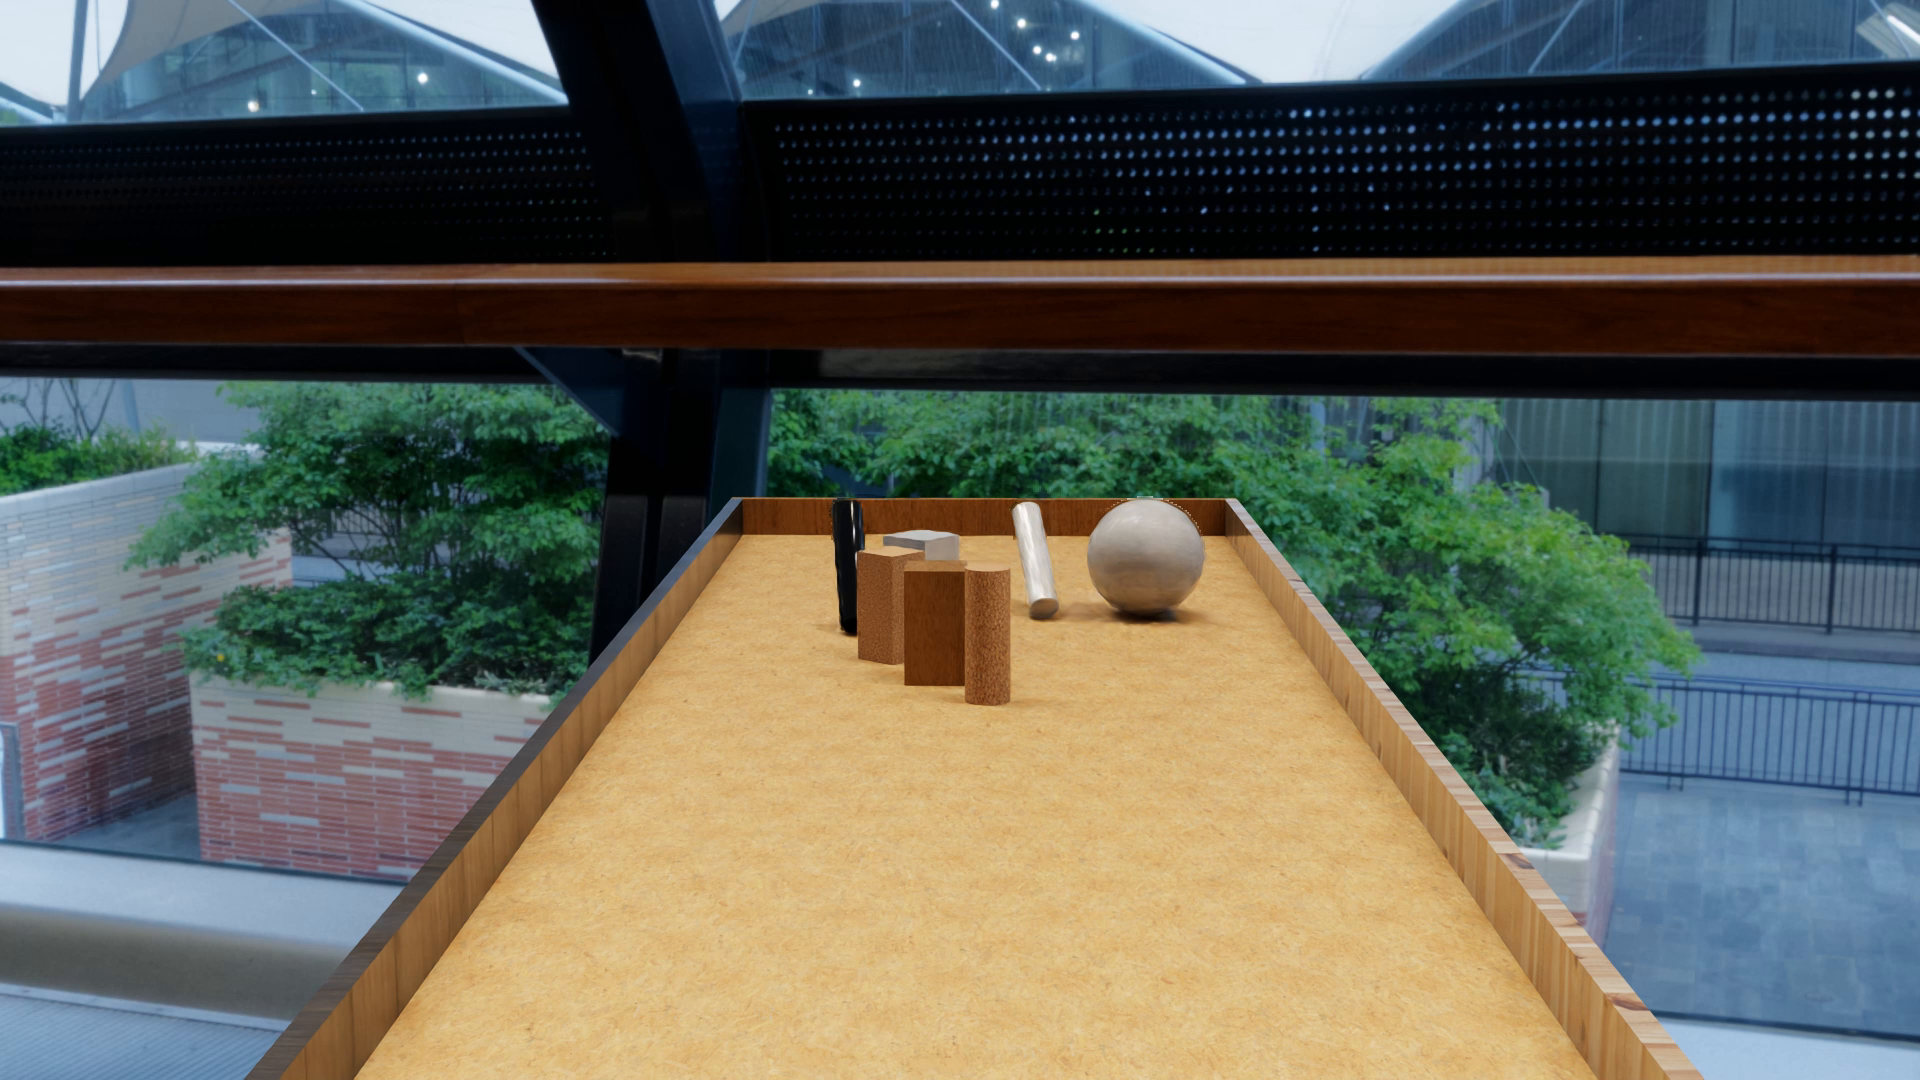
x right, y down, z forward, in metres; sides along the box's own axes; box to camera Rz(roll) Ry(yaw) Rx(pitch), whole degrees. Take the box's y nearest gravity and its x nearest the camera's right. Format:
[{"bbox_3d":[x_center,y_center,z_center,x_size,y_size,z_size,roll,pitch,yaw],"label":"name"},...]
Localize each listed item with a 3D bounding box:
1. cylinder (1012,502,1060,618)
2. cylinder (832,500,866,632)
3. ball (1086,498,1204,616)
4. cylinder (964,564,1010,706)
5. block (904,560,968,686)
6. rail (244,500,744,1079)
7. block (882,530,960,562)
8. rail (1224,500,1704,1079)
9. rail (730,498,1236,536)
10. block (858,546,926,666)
[{"bbox_3d":[0.255,0.065,7.476,0.101,0.101,0.451,-1,46,-8],"label":"cylinder"},{"bbox_3d":[-0.355,0.083,7.184,0.101,0.439,0.101,-5,-29,-3],"label":"cylinder"},{"bbox_3d":[0.623,0.058,7.384,0.394,0.394,0.394,0,9,0],"label":"ball"},{"bbox_3d":[0.077,0.263,6.139,0.128,0.379,0.128,0,9,0],"label":"cylinder"},{"bbox_3d":[-0.069,0.242,6.412,0.177,0.336,0.177,0,9,2],"label":"block"},{"bbox_3d":[-1.004,0.839,3.234,0.050,0.150,12.000,0,9,1],"label":"rail"},{"bbox_3d":[-0.124,0.146,7.037,0.174,0.329,0.174,7,11,38],"label":"block"},{"bbox_3d":[1.046,0.843,3.208,0.050,0.150,12.000,0,9,1],"label":"rail"},{"bbox_3d":[0.099,-0.098,9.147,2.100,0.150,0.050,0,9,1],"label":"rail"},{"bbox_3d":[-0.208,0.198,6.700,0.147,0.332,0.147,8,12,41],"label":"block"}]
